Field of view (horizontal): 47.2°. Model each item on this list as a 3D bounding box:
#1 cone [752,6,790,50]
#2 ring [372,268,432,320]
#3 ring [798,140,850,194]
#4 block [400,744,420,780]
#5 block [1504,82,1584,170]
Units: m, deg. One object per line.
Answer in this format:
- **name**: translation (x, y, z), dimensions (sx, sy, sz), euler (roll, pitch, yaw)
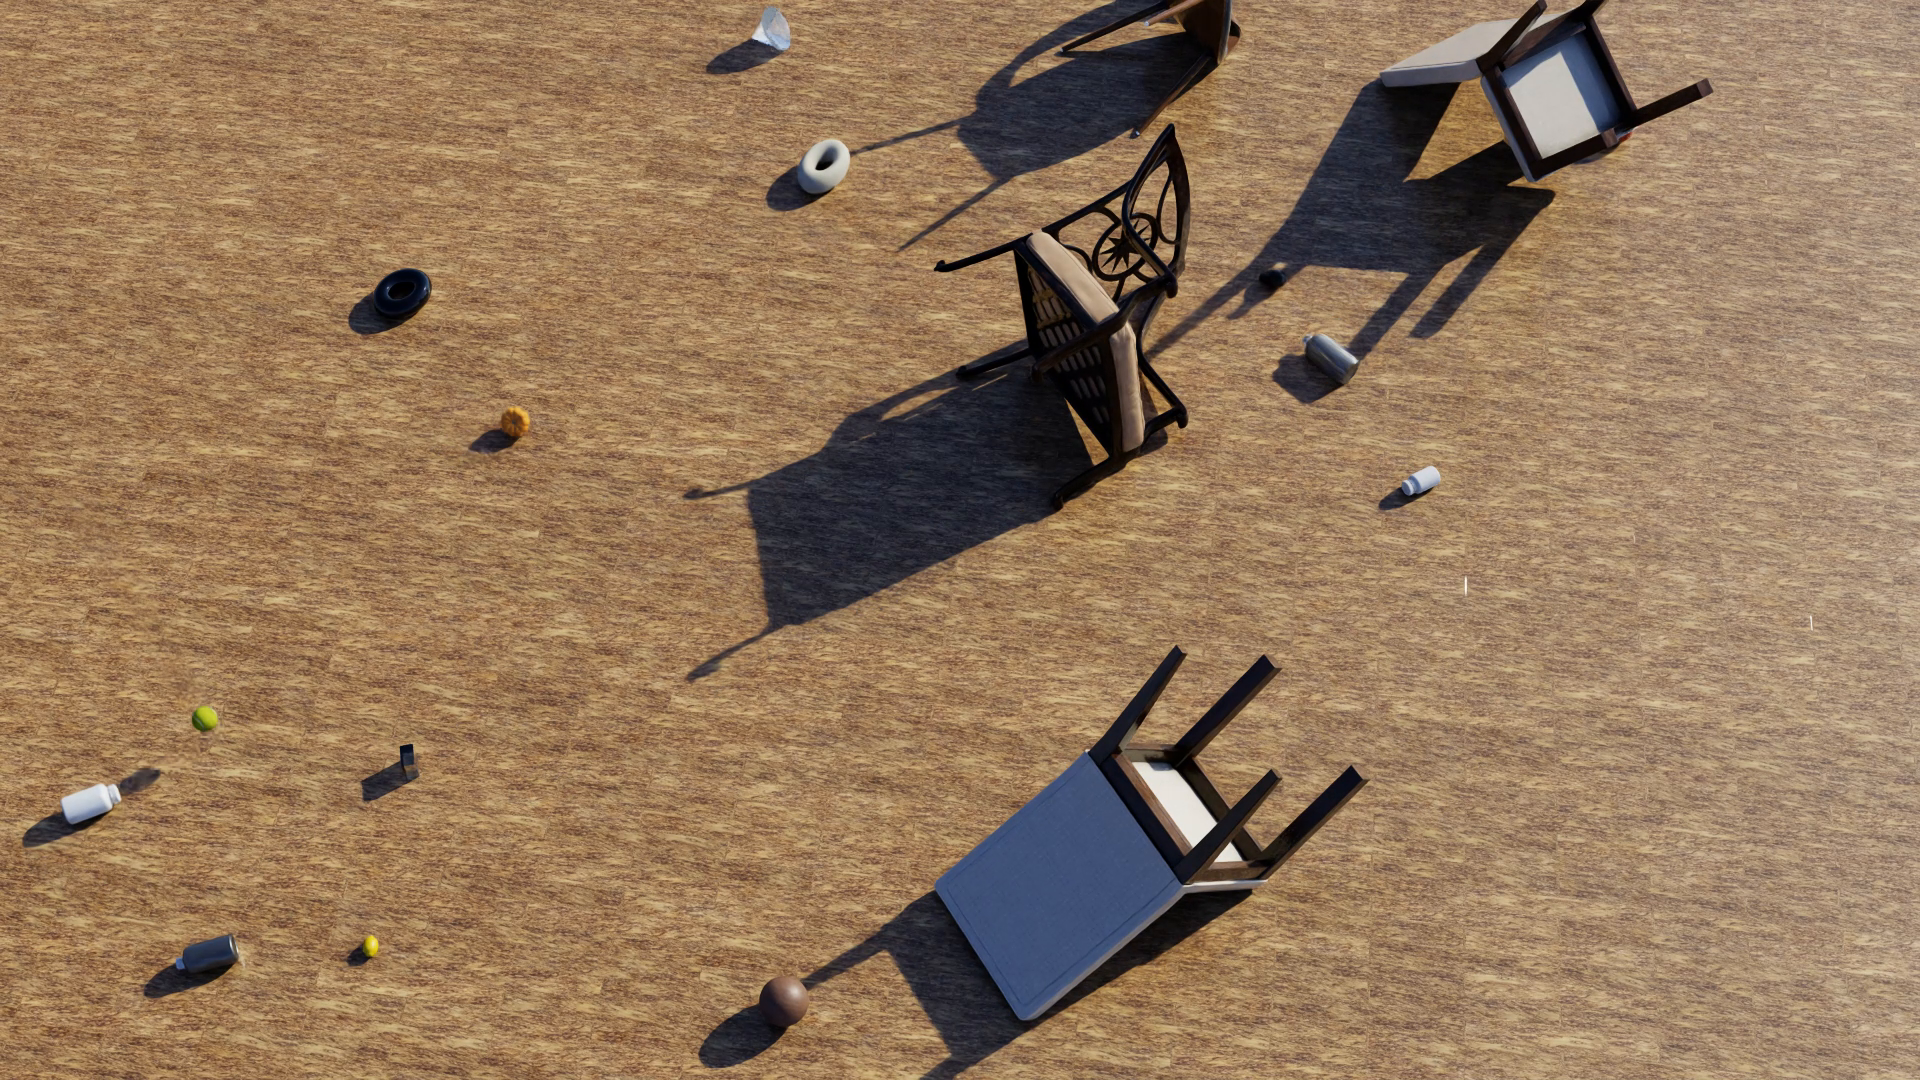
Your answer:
- **cone**: translation (-0.690, -1.781, 7.730), dimensions (0.115, 0.155, 0.154), euler (-12, 25, 34)
- **ring**: translation (-1.792, -0.792, 7.068), dimensions (0.173, 0.064, 0.208), euler (28, 60, 19)
- **ring**: translation (-0.457, -1.251, 7.366), dimensions (0.154, 0.081, 0.232), euler (24, 58, 14)
- **block**: translation (-1.531, 0.616, 6.118), dimensions (0.037, 0.071, 0.067), euler (-10, 57, -7)
- **block**: translation (1.960, -1.393, 7.393), dimensions (0.157, 0.192, 0.165), euler (-28, 60, -17)
